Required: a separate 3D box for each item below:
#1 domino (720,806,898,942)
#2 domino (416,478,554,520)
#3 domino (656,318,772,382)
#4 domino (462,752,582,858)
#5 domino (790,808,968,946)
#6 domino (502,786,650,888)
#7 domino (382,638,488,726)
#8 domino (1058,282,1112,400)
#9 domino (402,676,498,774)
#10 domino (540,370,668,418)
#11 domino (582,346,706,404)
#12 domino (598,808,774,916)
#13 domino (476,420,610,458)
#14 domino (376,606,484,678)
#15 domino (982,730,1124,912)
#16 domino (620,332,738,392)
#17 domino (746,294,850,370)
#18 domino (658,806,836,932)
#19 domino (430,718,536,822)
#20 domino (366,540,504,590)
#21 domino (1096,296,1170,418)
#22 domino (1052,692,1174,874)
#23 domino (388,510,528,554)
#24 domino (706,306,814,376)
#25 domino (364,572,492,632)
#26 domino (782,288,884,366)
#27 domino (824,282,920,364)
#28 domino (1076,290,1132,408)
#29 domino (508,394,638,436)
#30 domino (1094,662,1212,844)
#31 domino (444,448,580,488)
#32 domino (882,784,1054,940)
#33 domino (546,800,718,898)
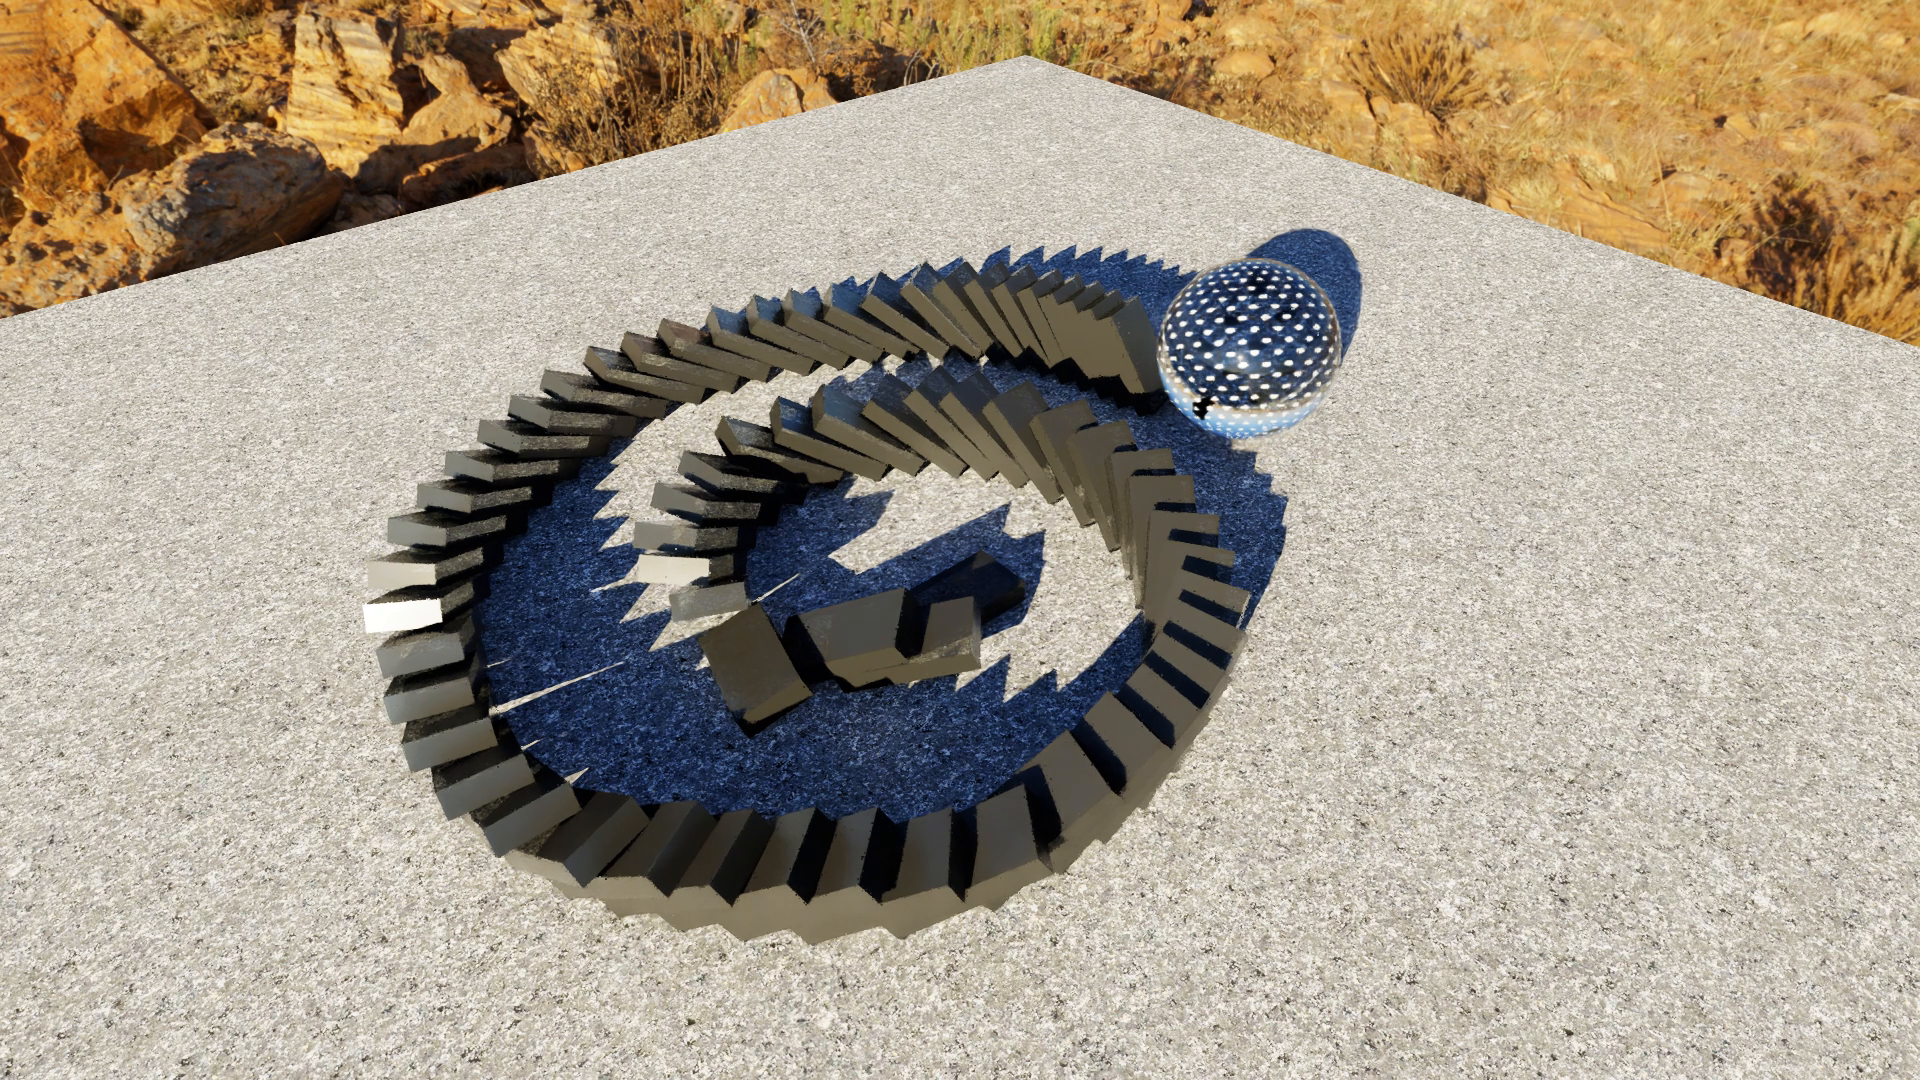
[{"bbox_3d":[-0.043,0.094,0.308,0.050,0.010,0.025,-24,31,26],"label":"domino"},{"bbox_3d":[-0.192,-0.019,0.448,0.025,0.009,0.050,12,12,14],"label":"domino"},{"bbox_3d":[-0.120,-0.092,0.536,0.050,0.009,0.025,12,24,-37],"label":"domino"},{"bbox_3d":[-0.134,0.078,0.329,0.025,0.009,0.050,-29,17,-30],"label":"domino"},{"bbox_3d":[-0.023,0.095,0.310,0.050,0.010,0.025,-21,35,19],"label":"domino"},{"bbox_3d":[-0.113,0.085,0.319,0.050,0.010,0.025,-8,29,46],"label":"domino"},{"bbox_3d":[-0.175,0.046,0.369,0.025,0.009,0.050,-14,14,-16],"label":"domino"},{"bbox_3d":[0.068,-0.096,0.532,0.009,0.050,0.025,-9,24,47],"label":"domino"},{"bbox_3d":[-0.163,0.058,0.354,0.025,0.009,0.050,-17,14,-20],"label":"domino"},{"bbox_3d":[-0.163,-0.067,0.505,0.025,0.009,0.050,29,17,33],"label":"domino"},{"bbox_3d":[-0.149,-0.078,0.519,0.050,0.009,0.025,6,27,-44],"label":"domino"},{"bbox_3d":[-0.078,0.091,0.311,0.050,0.010,0.025,-17,30,35],"label":"domino"},{"bbox_3d":[-0.180,-0.044,0.479,0.025,0.010,0.050,20,14,23],"label":"domino"},{"bbox_3d":[-0.182,0.035,0.381,0.025,0.010,0.050,-14,11,-15],"label":"domino"},{"bbox_3d":[0.021,0.082,0.323,0.050,0.010,0.025,-41,46,4],"label":"domino"},{"bbox_3d":[-0.134,-0.085,0.527,0.050,0.009,0.025,9,25,-42],"label":"domino"},{"bbox_3d":[-0.081,-0.104,0.550,0.050,0.009,0.025,19,30,-30],"label":"domino"},{"bbox_3d":[-0.060,0.093,0.309,0.050,0.010,0.025,-22,30,30],"label":"domino"},{"bbox_3d":[-0.148,0.070,0.339,0.025,0.010,0.050,-24,14,-24],"label":"domino"},{"bbox_3d":[-0.196,0.008,0.414,0.025,0.009,0.050,2,10,4],"label":"domino"},{"bbox_3d":[0.084,-0.087,0.519,0.010,0.050,0.025,-9,24,47],"label":"domino"},{"bbox_3d":[0.038,0.073,0.332,0.050,0.009,0.025,-48,50,2],"label":"domino"},{"bbox_3d":[-0.196,-0.006,0.432,0.025,0.010,0.050,10,12,12],"label":"domino"},{"bbox_3d":[-0.099,-0.098,0.545,0.050,0.010,0.025,15,30,-32],"label":"domino"},{"bbox_3d":[-0.192,0.022,0.398,0.025,0.010,0.050,-4,10,-4],"label":"domino"},{"bbox_3d":[-0.064,-0.107,0.554,0.050,0.009,0.025,21,30,-27],"label":"domino"},{"bbox_3d":[-0.045,-0.110,0.558,0.050,0.009,0.025,23,33,-23],"label":"domino"},{"bbox_3d":[0.076,-0.091,0.525,0.009,0.050,0.025,-9,24,47],"label":"domino"},{"bbox_3d":[-0.172,-0.055,0.491,0.025,0.009,0.050,21,12,25],"label":"domino"},{"bbox_3d":[0.051,0.066,0.340,0.050,0.009,0.025,-50,53,1],"label":"domino"},{"bbox_3d":[-0.188,-0.031,0.463,0.025,0.009,0.050,15,13,19],"label":"domino"},{"bbox_3d":[0.000,0.091,0.313,0.050,0.009,0.025,-27,37,14],"label":"domino"},{"bbox_3d":[-0.094,0.089,0.313,0.050,0.010,0.025,-15,31,39],"label":"domino"}]
